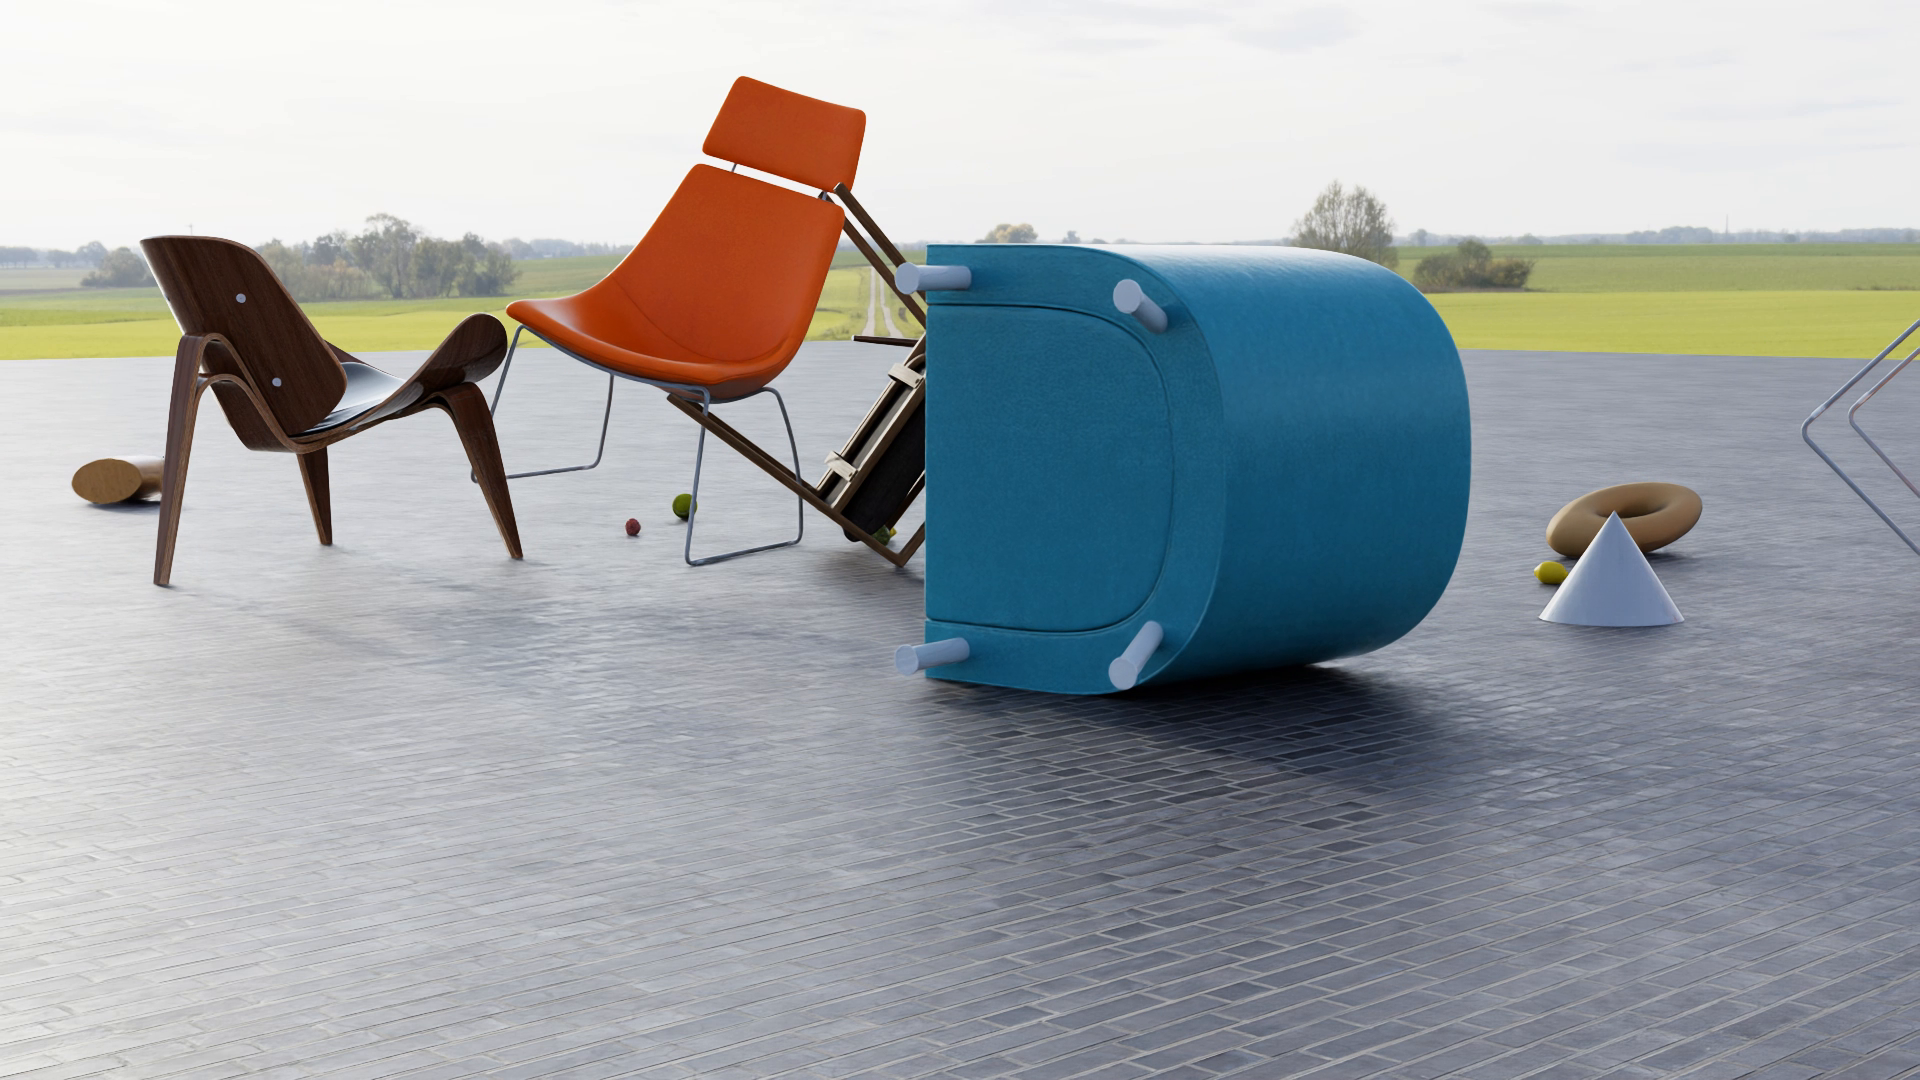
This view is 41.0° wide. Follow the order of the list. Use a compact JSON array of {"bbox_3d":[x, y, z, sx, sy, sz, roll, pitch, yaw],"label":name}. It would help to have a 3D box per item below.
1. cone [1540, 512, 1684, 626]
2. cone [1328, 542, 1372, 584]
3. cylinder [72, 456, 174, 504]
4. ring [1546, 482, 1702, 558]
[{"bbox_3d":[1.258,0.046,4.943,0.280,0.209,0.239,-1,6,-11],"label":"cone"},{"bbox_3d":[0.860,0.070,5.523,0.119,0.067,0.107,-35,-30,-3],"label":"cone"},{"bbox_3d":[-2.447,-0.178,7.501,0.252,0.128,0.144,-5,4,22],"label":"cylinder"},{"bbox_3d":[1.586,-0.047,6.116,0.483,0.108,0.184,-12,41,-30],"label":"ring"}]
